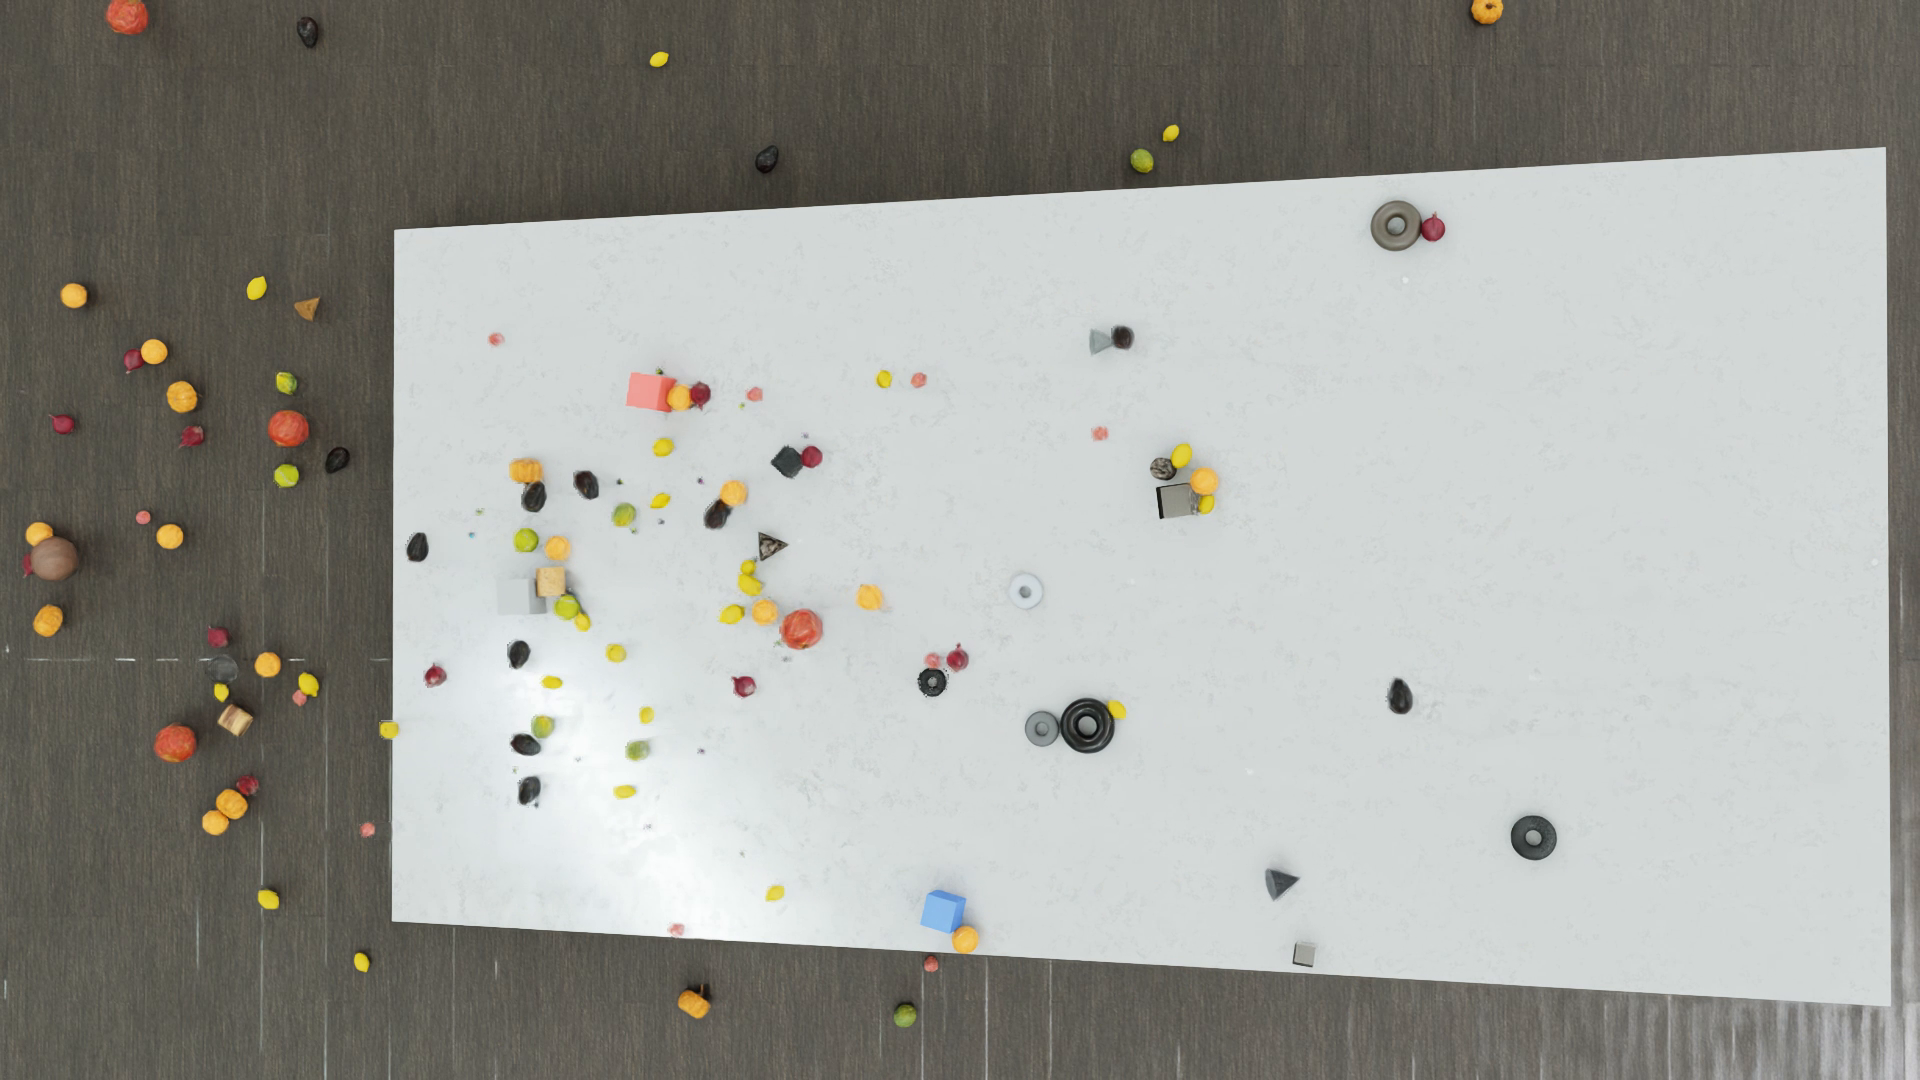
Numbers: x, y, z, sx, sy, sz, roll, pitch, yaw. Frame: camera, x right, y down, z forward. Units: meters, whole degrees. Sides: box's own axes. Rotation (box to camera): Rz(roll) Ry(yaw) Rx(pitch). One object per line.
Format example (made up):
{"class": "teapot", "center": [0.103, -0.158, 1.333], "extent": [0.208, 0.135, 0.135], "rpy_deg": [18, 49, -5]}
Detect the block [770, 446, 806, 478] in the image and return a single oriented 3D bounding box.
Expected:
{"class": "block", "center": [-0.463, -0.211, 5.952], "extent": [0.060, 0.060, 0.060], "rpy_deg": [45, 102, 14]}

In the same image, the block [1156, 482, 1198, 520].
{"class": "block", "center": [0.553, -0.098, 5.607], "extent": [0.082, 0.082, 0.082], "rpy_deg": [-8, 87, 18]}

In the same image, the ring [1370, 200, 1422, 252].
{"class": "ring", "center": [1.084, -0.780, 5.463], "extent": [0.129, 0.043, 0.129], "rpy_deg": [-2, 86, 20]}

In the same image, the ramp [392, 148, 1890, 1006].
{"class": "ramp", "center": [0.276, 0.092, 5.790], "extent": [4.000, 0.100, 2.000], "rpy_deg": [0, 89, 18]}

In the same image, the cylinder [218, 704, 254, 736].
{"class": "cylinder", "center": [-2.114, 0.526, 6.418], "extent": [0.070, 0.070, 0.070], "rpy_deg": [34, 89, 0]}

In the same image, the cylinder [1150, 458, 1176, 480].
{"class": "cylinder", "center": [0.521, -0.182, 5.631], "extent": [0.057, 0.057, 0.057], "rpy_deg": [0, 89, 18]}

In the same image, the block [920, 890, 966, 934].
{"class": "block", "center": [-0.044, 0.977, 5.786], "extent": [0.084, 0.084, 0.084], "rpy_deg": [14, 94, 18]}

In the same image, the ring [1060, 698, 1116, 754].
{"class": "ring", "center": [0.330, 0.481, 5.690], "extent": [0.146, 0.049, 0.146], "rpy_deg": [0, 90, 17]}

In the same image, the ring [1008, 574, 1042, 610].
{"class": "ring", "center": [0.172, 0.135, 5.755], "extent": [0.094, 0.031, 0.094], "rpy_deg": [0, 90, 17]}

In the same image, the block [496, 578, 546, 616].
{"class": "block", "center": [-1.232, 0.161, 6.178], "extent": [0.100, 0.100, 0.100], "rpy_deg": [-4, 88, 18]}

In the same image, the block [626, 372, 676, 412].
{"class": "block", "center": [-0.852, -0.407, 6.064], "extent": [0.094, 0.094, 0.094], "rpy_deg": [10, 92, 18]}

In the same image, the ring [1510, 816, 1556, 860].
{"class": "ring", "center": [1.394, 0.724, 5.344], "extent": [0.111, 0.037, 0.111], "rpy_deg": [0, 90, 20]}

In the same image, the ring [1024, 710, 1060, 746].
{"class": "ring", "center": [0.214, 0.493, 5.736], "extent": [0.094, 0.031, 0.094], "rpy_deg": [-1, 88, 19]}

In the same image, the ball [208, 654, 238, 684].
{"class": "ball", "center": [-2.150, 0.378, 6.413], "extent": [0.086, 0.086, 0.086], "rpy_deg": [0, 89, 0]}

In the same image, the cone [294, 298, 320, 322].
{"class": "cone", "center": [-1.902, -0.691, 6.455], "extent": [0.068, 0.068, 0.068], "rpy_deg": [39, 63, 1]}

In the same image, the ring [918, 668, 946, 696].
{"class": "ring", "center": [-0.074, 0.377, 5.834], "extent": [0.079, 0.026, 0.079], "rpy_deg": [-1, 88, 19]}

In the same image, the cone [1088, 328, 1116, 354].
{"class": "cone", "center": [0.375, -0.511, 5.698], "extent": [0.067, 0.067, 0.067], "rpy_deg": [4, 89, -17]}

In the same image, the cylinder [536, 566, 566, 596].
{"class": "cylinder", "center": [-1.146, 0.117, 6.161], "extent": [0.079, 0.079, 0.079], "rpy_deg": [-3, 88, 0]}

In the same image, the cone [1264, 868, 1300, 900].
{"class": "cone", "center": [0.819, 0.858, 5.530], "extent": [0.081, 0.081, 0.081], "rpy_deg": [-11, 89, -9]}

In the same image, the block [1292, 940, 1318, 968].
{"class": "block", "center": [0.865, 1.036, 5.504], "extent": [0.052, 0.052, 0.052], "rpy_deg": [8, 92, 18]}
